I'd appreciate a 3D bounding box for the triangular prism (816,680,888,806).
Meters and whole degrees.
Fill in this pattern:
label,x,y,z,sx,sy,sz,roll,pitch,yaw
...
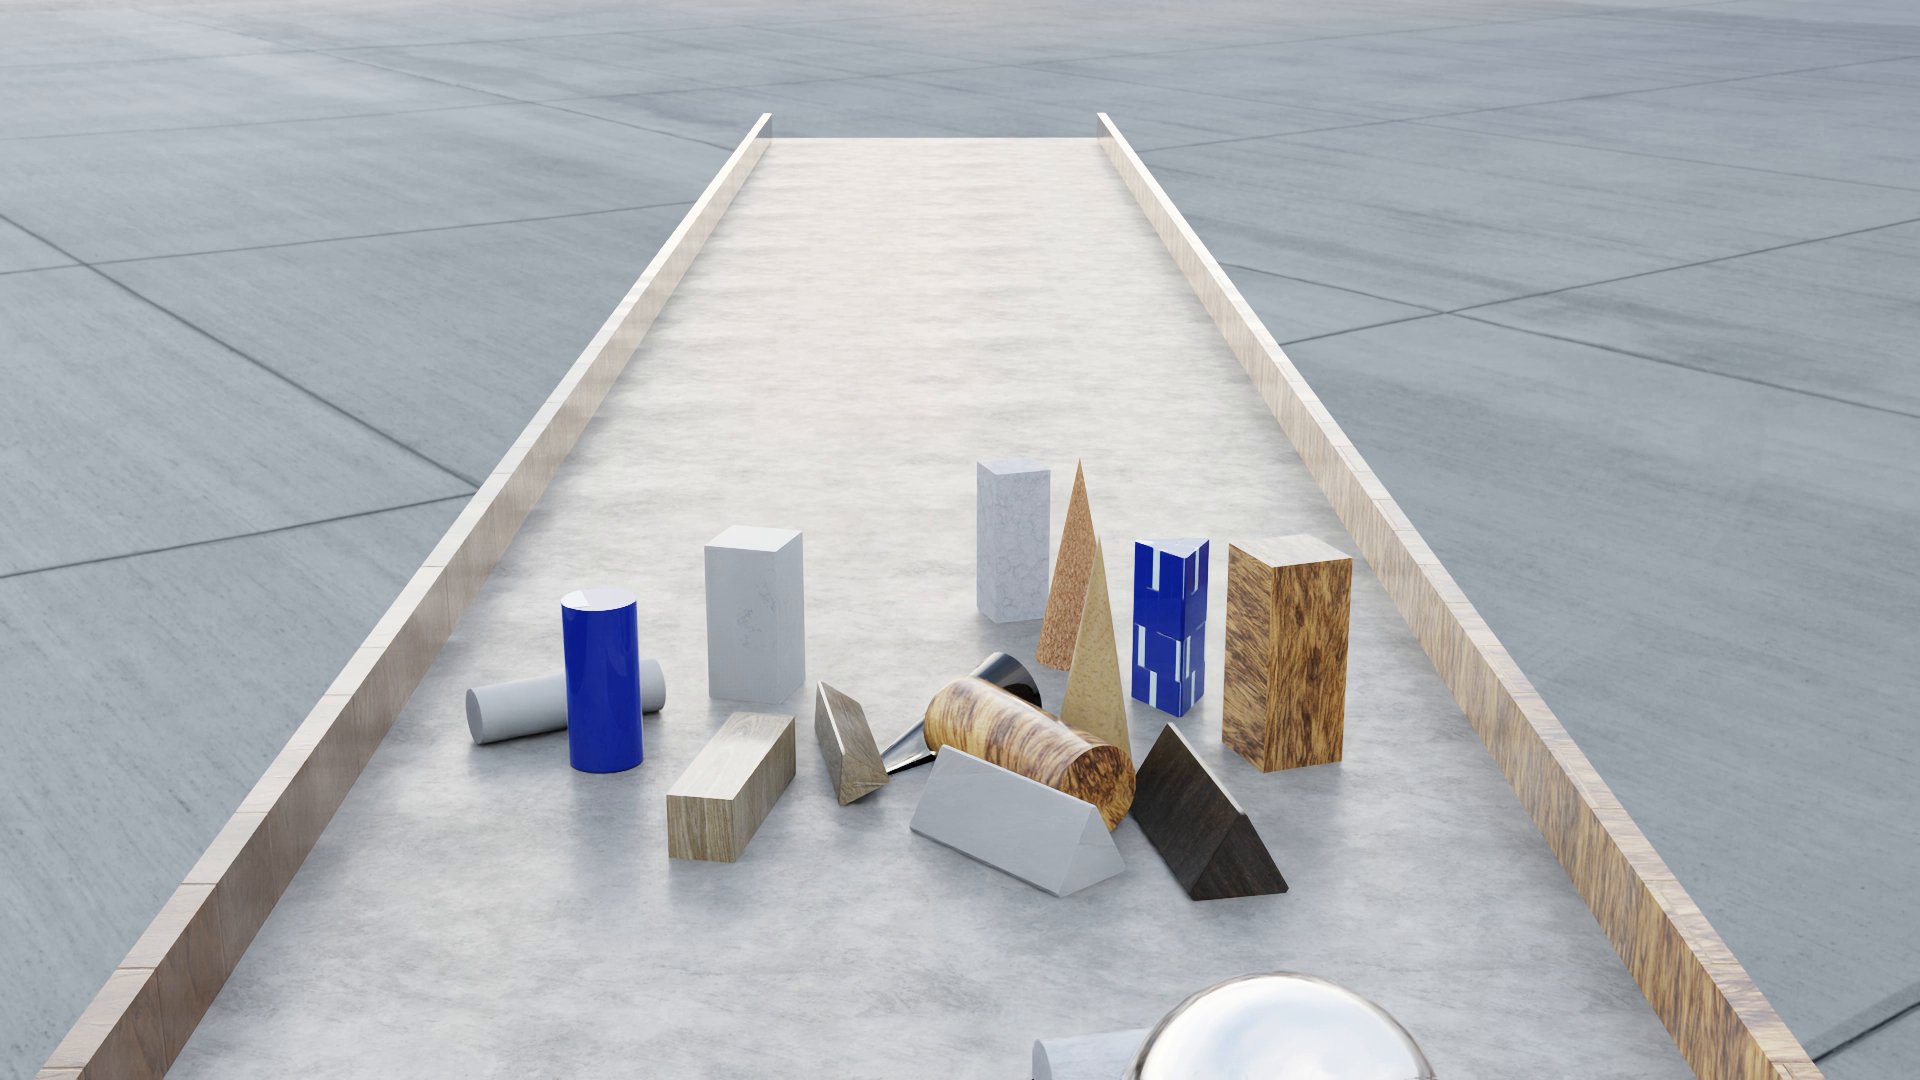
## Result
label,x,y,z,sx,sy,sz,roll,pitch,yaw
triangular prism,-0.210,0.343,3.873,0.093,0.081,0.364,-27,19,-2

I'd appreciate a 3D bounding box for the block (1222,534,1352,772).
label,x,y,z,sx,sy,sz,roll,pitch,yaw
block,0.577,0.198,3.897,0.157,0.378,0.157,-6,18,-20

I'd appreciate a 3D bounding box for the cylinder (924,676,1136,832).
label,x,y,z,sx,sy,sz,roll,pitch,yaw
cylinder,0.112,0.363,3.720,0.163,0.163,0.394,-11,20,-32

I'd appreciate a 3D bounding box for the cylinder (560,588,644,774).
label,x,y,z,sx,sy,sz,roll,pitch,yaw
cylinder,-0.628,0.247,3.866,0.131,0.302,0.131,0,17,0

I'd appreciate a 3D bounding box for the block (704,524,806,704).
label,x,y,z,sx,sy,sz,roll,pitch,yaw
block,-0.391,0.142,4.219,0.144,0.303,0.144,5,17,16

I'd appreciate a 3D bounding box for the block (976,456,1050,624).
label,x,y,z,sx,sy,sz,roll,pitch,yaw
block,0.112,-0.002,4.663,0.120,0.324,0.120,-6,17,-18

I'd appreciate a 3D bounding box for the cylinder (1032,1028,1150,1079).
label,x,y,z,sx,sy,sz,roll,pitch,yaw
cylinder,0.253,0.671,2.755,0.307,0.121,0.121,-3,17,-12

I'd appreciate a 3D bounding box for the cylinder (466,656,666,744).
label,x,y,z,sx,sy,sz,roll,pitch,yaw
cylinder,-0.726,0.294,4.058,0.351,0.102,0.102,-9,19,-28

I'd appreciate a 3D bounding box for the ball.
label,x,y,z,sx,sy,sz,roll,pitch,yaw
ball,0.347,0.654,2.379,0.369,0.369,0.369,0,17,0

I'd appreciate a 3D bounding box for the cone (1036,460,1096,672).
label,x,y,z,sx,sy,sz,roll,pitch,yaw
cone,0.235,0.036,4.371,0.166,0.418,0.166,0,17,0

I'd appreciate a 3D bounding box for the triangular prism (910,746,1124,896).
label,x,y,z,sx,sy,sz,roll,pitch,yaw
triangular prism,0.089,0.435,3.525,0.148,0.128,0.345,-14,22,-41

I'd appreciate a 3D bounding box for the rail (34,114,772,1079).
label,x,y,z,sx,sy,sz,roll,pitch,yaw
rail,-1.118,-0.838,7.780,0.050,0.150,12.000,0,17,-1

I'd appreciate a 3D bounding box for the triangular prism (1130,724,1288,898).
label,x,y,z,sx,sy,sz,roll,pitch,yaw
triangular prism,0.392,0.426,3.544,0.156,0.135,0.391,-3,17,-11

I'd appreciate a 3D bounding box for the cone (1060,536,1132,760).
label,x,y,z,sx,sy,sz,roll,pitch,yaw
cone,0.234,0.197,3.801,0.150,0.434,0.150,1,17,0

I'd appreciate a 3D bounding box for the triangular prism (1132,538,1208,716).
label,x,y,z,sx,sy,sz,roll,pitch,yaw
triangular prism,0.419,0.156,4.155,0.121,0.312,0.139,-12,20,-34

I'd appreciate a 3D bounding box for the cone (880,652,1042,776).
label,x,y,z,sx,sy,sz,roll,pitch,yaw
cone,-0.058,0.355,3.898,0.423,0.156,0.156,-27,30,-36

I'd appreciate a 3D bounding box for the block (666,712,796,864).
label,x,y,z,sx,sy,sz,roll,pitch,yaw
block,-0.376,0.407,3.668,0.109,0.109,0.373,3,17,11

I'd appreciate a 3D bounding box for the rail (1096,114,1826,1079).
label,x,y,z,sx,sy,sz,roll,pitch,yaw
rail,0.932,-0.844,7.801,0.050,0.150,12.000,0,17,-1
